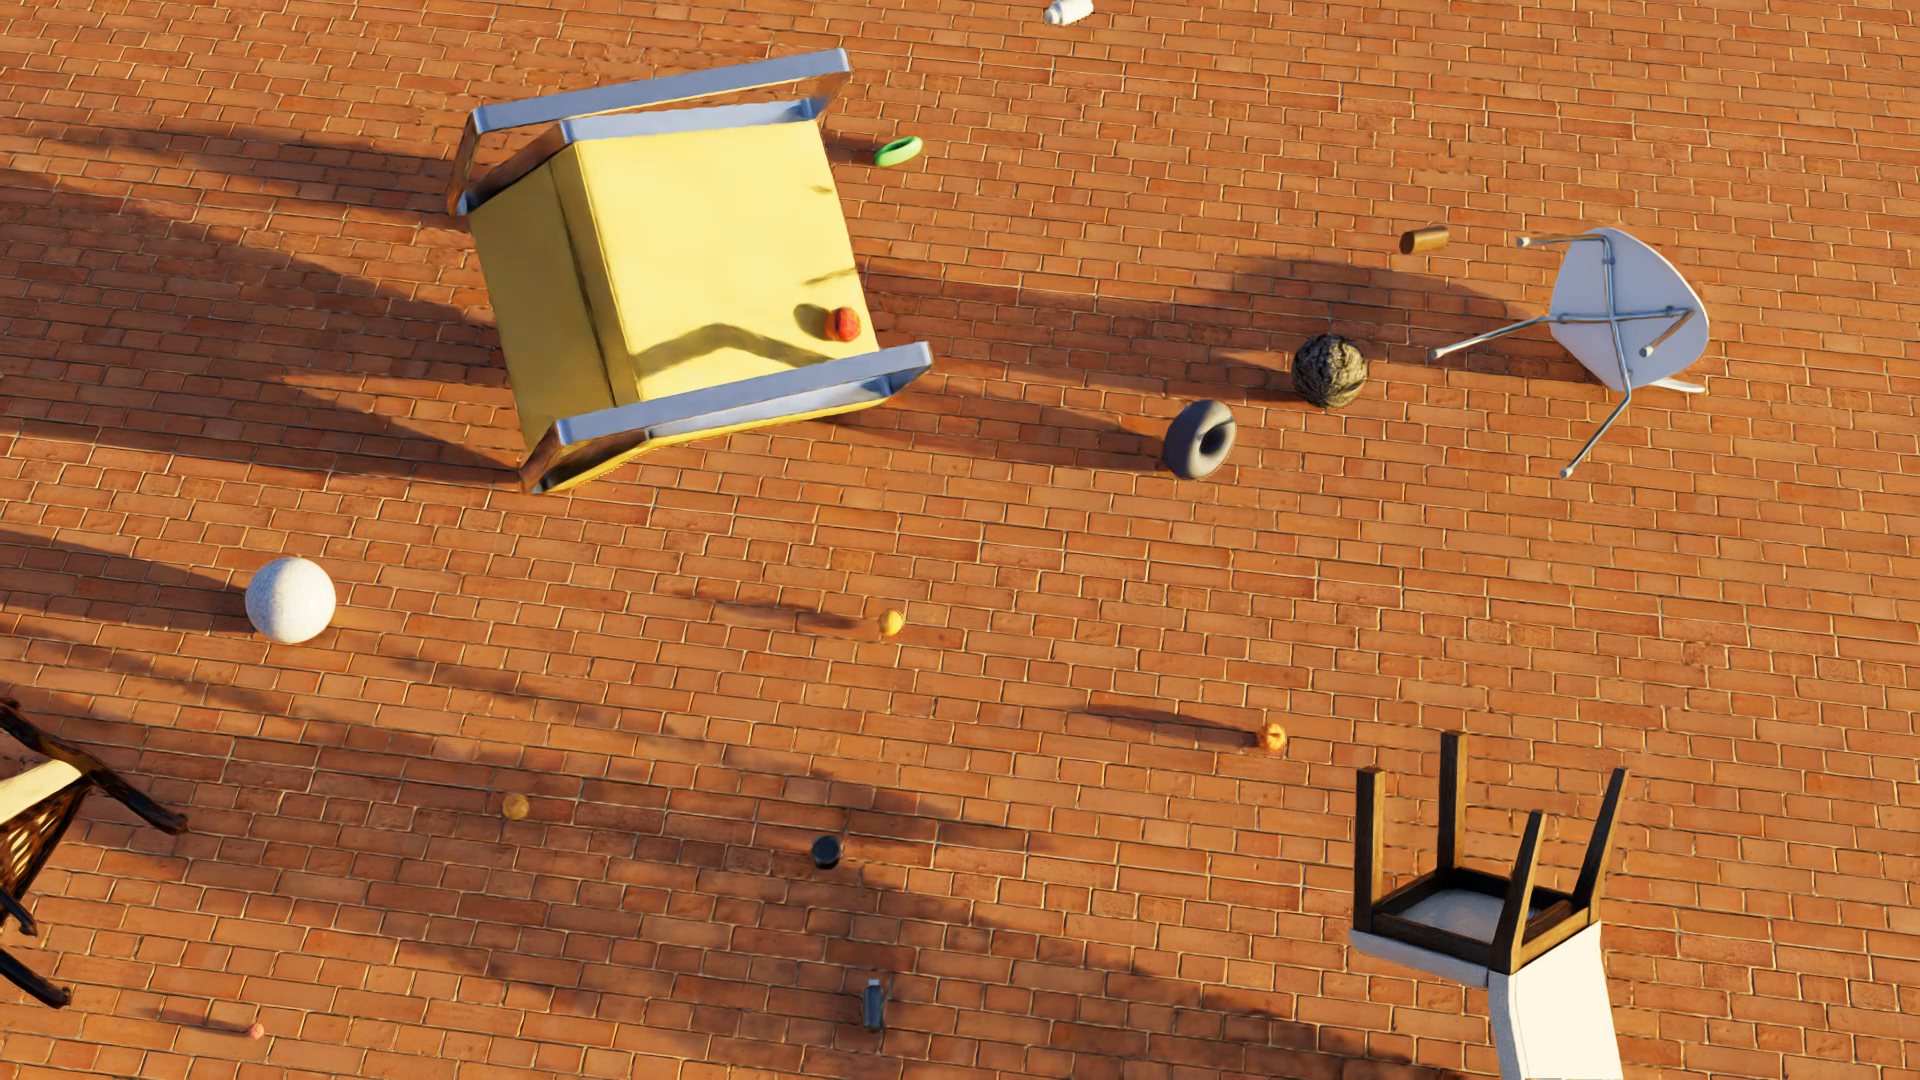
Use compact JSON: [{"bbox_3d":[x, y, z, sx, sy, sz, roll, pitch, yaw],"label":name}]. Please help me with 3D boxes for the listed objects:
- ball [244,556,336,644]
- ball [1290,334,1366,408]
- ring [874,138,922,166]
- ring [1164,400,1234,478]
[{"bbox_3d":[-1.920,0.172,6.308,0.249,0.249,0.249,0,56,0],"label":"ball"},{"bbox_3d":[1.137,-0.521,6.785,0.230,0.230,0.230,0,56,0],"label":"ball"},{"bbox_3d":[-0.208,-1.310,7.419,0.180,0.057,0.062,-24,50,-15],"label":"ring"},{"bbox_3d":[0.723,-0.305,6.655,0.129,0.192,0.261,24,75,45],"label":"ring"}]
